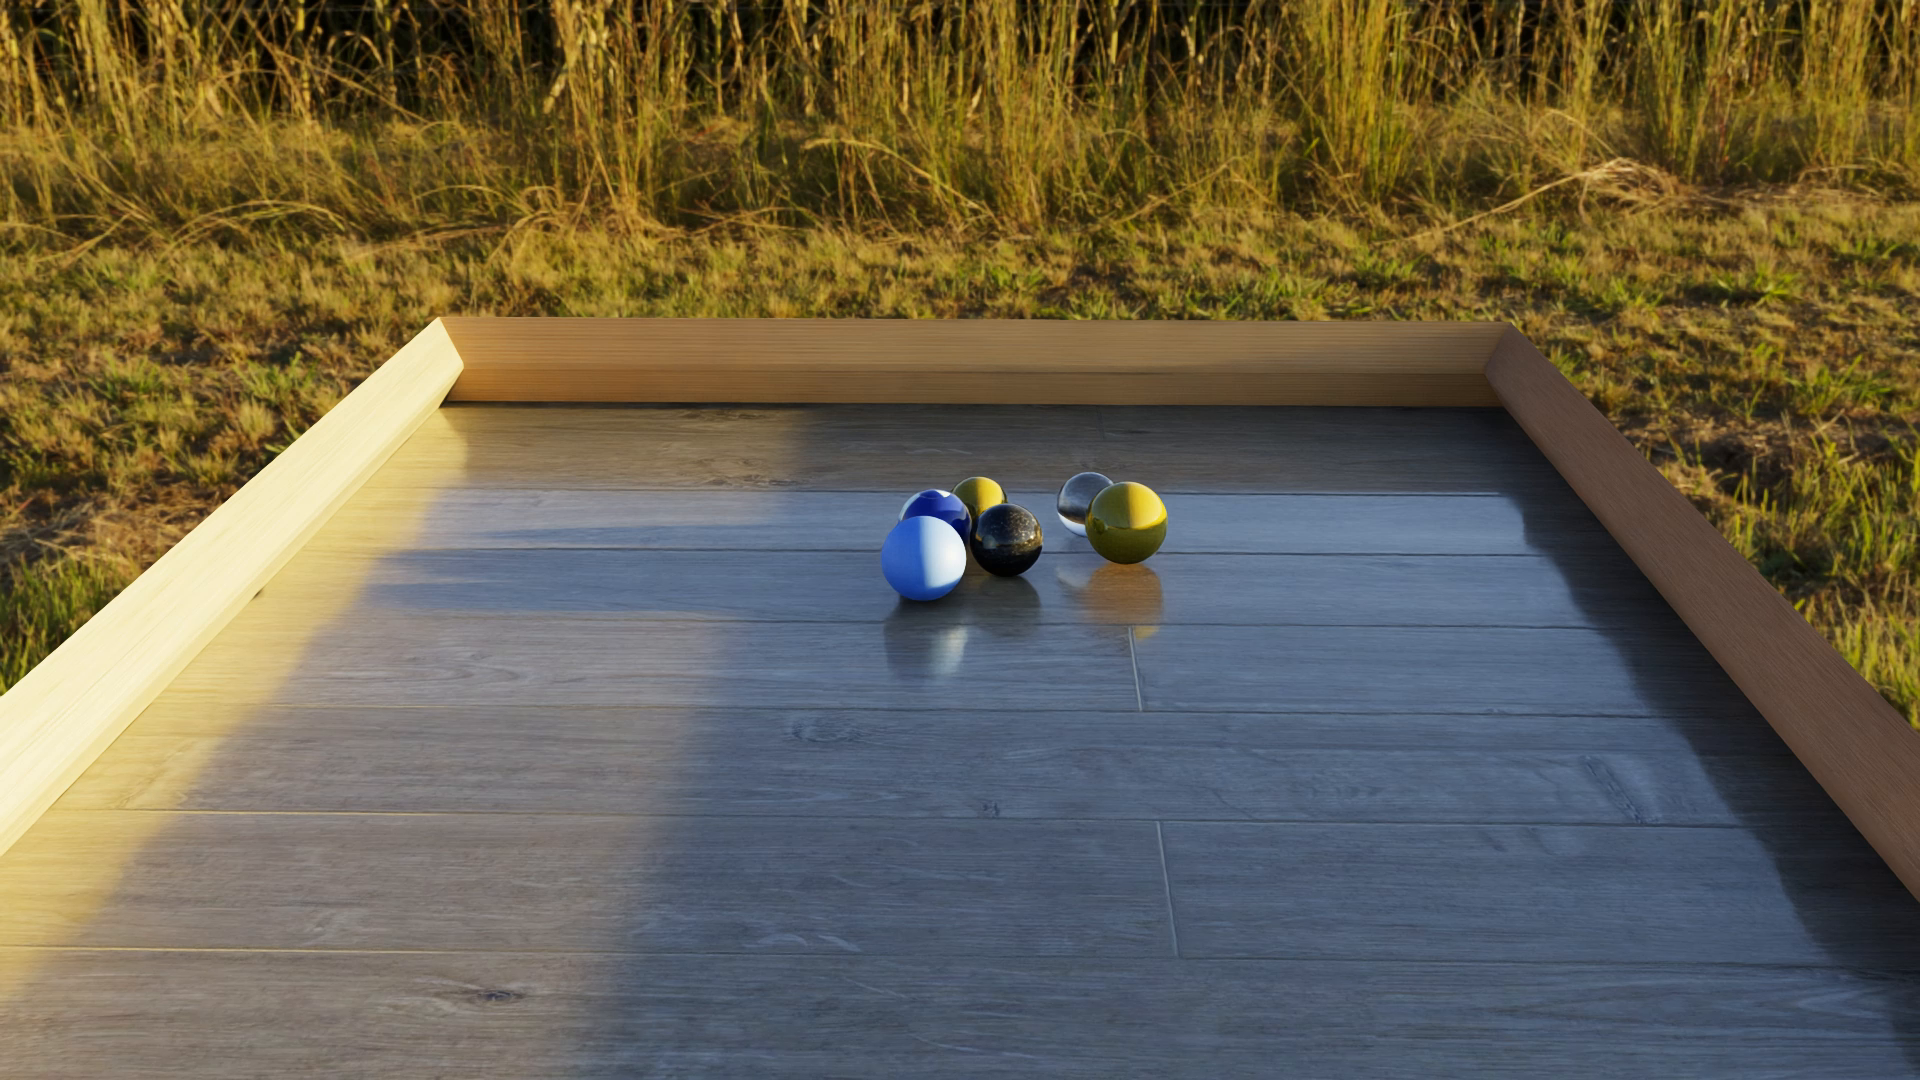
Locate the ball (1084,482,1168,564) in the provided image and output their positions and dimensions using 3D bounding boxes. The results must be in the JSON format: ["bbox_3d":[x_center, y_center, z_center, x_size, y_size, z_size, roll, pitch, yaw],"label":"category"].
[{"bbox_3d":[0.198,-0.020,2.619,0.099,0.099,0.099,0,18,0],"label":"ball"}]

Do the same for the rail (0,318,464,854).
[{"bbox_3d":[-0.803,0.225,1.819,0.045,0.129,3.214,0,18,1],"label":"rail"}]

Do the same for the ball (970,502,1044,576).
[{"bbox_3d":[0.054,0.000,2.576,0.087,0.087,0.087,0,18,0],"label":"ball"}]

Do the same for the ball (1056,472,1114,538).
[{"bbox_3d":[0.160,-0.044,2.716,0.082,0.082,0.082,0,18,0],"label":"ball"}]

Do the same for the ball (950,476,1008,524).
[{"bbox_3d":[0.022,-0.040,2.711,0.078,0.078,0.078,0,18,0],"label":"ball"}]

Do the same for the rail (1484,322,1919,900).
[{"bbox_3d":[0.767,0.236,1.786,0.045,0.129,3.214,0,18,1],"label":"rail"}]

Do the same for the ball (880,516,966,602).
[{"bbox_3d":[-0.041,0.021,2.496,0.097,0.097,0.097,0,18,0],"label":"ball"}]

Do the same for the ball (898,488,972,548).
[{"bbox_3d":[-0.030,-0.017,2.623,0.089,0.089,0.089,0,18,0],"label":"ball"}]

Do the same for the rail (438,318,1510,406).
[{"bbox_3d":[0.017,-0.263,3.307,1.617,0.129,0.045,0,18,1],"label":"rail"}]
